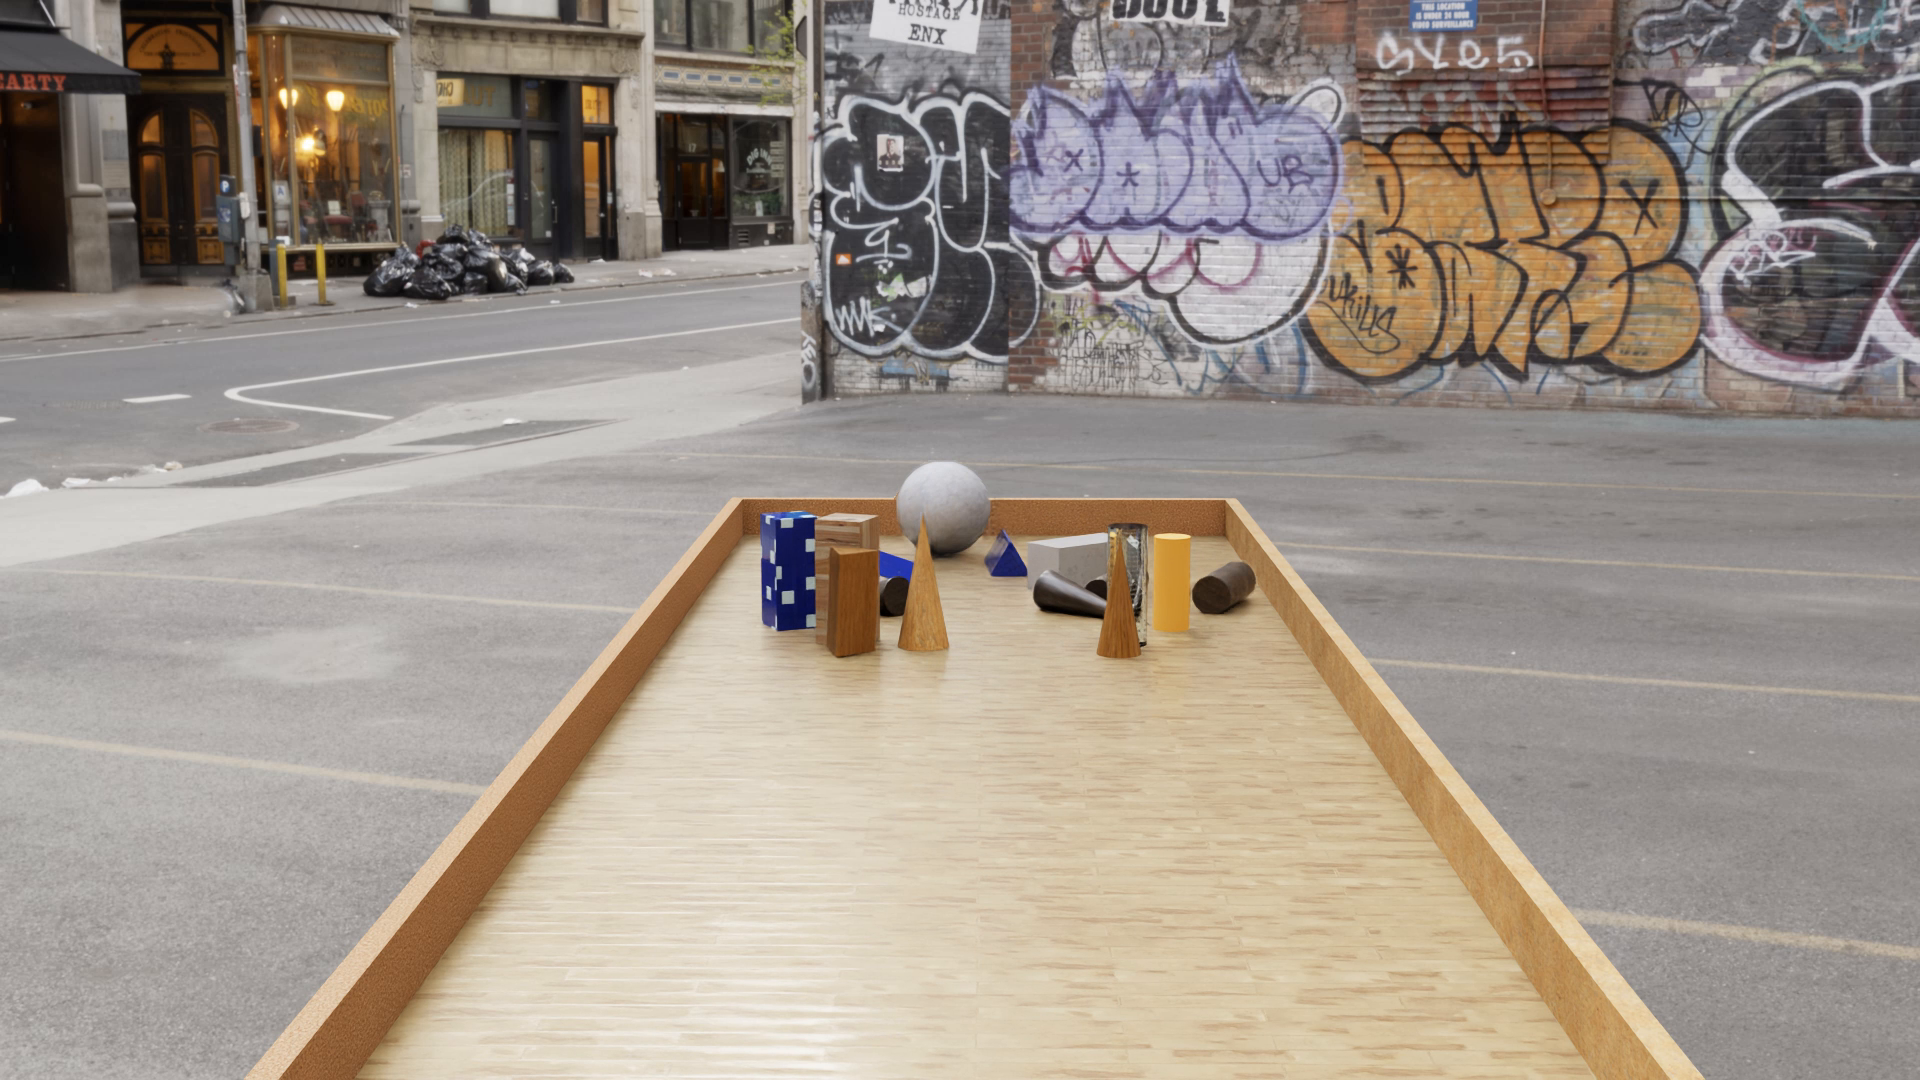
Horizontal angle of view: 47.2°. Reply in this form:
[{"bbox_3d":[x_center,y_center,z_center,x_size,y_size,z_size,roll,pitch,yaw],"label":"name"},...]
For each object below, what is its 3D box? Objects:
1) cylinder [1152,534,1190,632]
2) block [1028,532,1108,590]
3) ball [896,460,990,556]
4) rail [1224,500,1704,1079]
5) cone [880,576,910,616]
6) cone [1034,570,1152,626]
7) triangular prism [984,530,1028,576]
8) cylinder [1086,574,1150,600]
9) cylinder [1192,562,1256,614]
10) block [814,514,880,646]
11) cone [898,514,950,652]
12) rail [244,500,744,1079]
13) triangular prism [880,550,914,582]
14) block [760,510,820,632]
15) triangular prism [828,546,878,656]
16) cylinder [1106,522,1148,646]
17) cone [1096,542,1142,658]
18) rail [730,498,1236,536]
[{"bbox_3d":[0.690,0.138,7.165,0.118,0.304,0.118,0,9,0],"label":"cylinder"},{"bbox_3d":[0.436,0.086,7.918,0.361,0.172,0.172,-7,11,-38],"label":"block"},{"bbox_3d":[-0.067,-0.125,8.616,0.370,0.370,0.370,0,9,0],"label":"ball"},{"bbox_3d":[1.046,0.843,3.208,0.050,0.150,12.000,0,9,1],"label":"rail"},{"bbox_3d":[-0.340,0.199,7.541,0.133,0.133,0.392,-9,3,-43],"label":"cone"},{"bbox_3d":[0.463,0.224,7.380,0.453,0.136,0.136,18,19,38],"label":"cone"},{"bbox_3d":[0.176,0.045,8.307,0.144,0.125,0.328,0,9,-4],"label":"triangular prism"},{"bbox_3d":[0.545,0.161,7.633,0.113,0.113,0.384,4,10,22],"label":"cylinder"},{"bbox_3d":[0.910,0.163,7.566,0.131,0.131,0.326,4,10,23],"label":"cylinder"},{"bbox_3d":[-0.355,0.126,6.947,0.153,0.397,0.153,3,10,21],"label":"block"},{"bbox_3d":[-0.115,0.125,6.874,0.163,0.422,0.163,0,9,0],"label":"cone"},{"bbox_3d":[-1.004,0.839,3.234,0.050,0.150,12.000,0,9,1],"label":"rail"},{"bbox_3d":[-0.234,0.098,8.135,0.088,0.076,0.377,-5,10,-27],"label":"triangular prism"},{"bbox_3d":[-0.556,0.100,7.211,0.152,0.366,0.152,-4,10,-24],"label":"block"},{"bbox_3d":[-0.360,0.185,6.802,0.154,0.317,0.134,-6,13,-44],"label":"triangular prism"},{"bbox_3d":[0.525,0.142,6.911,0.127,0.376,0.127,0,9,0],"label":"cylinder"},{"bbox_3d":[0.491,0.172,6.767,0.139,0.362,0.139,0,9,0],"label":"cone"},{"bbox_3d":[0.099,-0.098,9.147,2.100,0.150,0.050,0,9,1],"label":"rail"}]
